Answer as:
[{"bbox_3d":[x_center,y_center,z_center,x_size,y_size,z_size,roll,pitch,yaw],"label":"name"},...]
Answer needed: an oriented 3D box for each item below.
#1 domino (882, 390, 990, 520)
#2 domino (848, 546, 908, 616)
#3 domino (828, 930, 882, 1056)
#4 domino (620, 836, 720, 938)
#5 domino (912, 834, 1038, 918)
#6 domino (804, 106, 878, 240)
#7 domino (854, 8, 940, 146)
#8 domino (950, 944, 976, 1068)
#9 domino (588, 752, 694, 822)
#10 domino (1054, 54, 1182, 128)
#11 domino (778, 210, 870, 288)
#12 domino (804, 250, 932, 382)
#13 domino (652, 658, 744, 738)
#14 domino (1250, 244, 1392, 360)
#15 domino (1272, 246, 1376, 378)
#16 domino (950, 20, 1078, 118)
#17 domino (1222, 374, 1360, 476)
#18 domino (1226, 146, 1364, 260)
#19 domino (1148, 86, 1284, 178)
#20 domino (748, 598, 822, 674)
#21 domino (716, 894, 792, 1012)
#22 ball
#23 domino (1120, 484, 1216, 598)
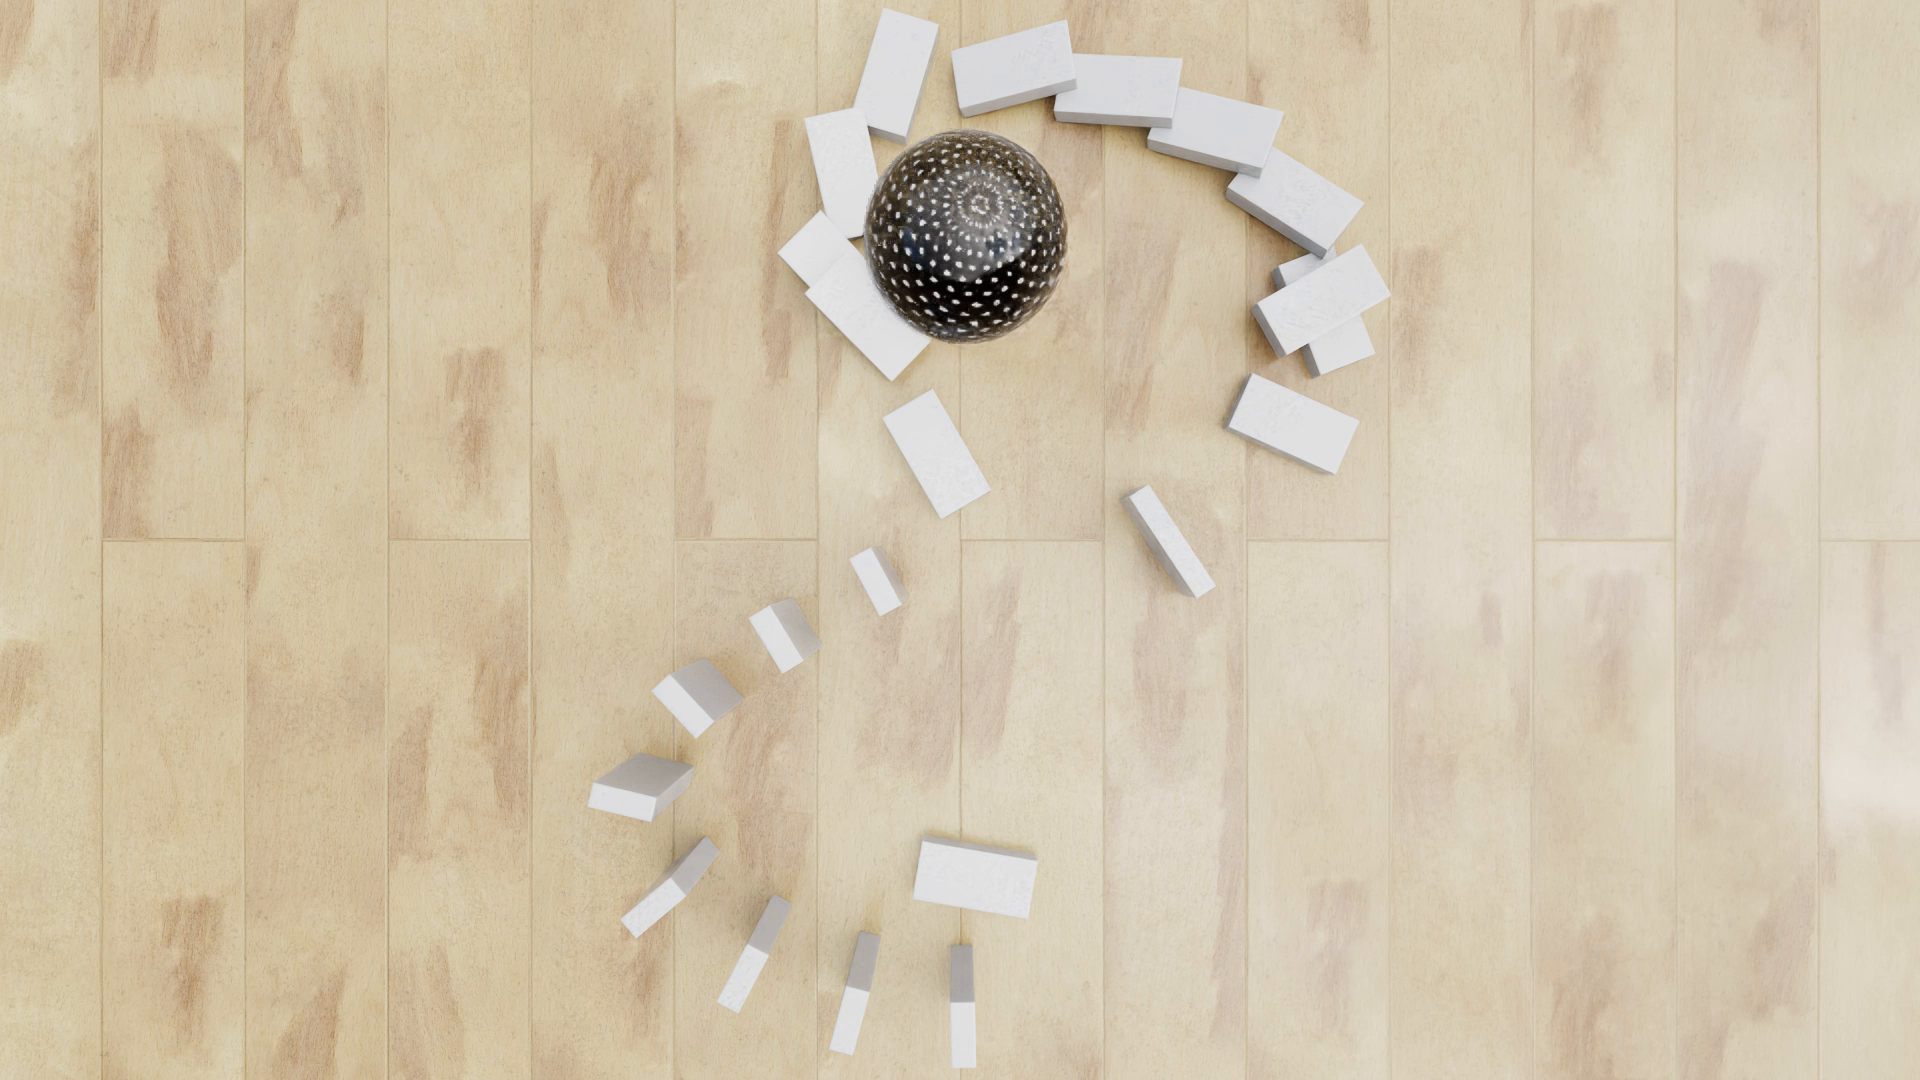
[{"bbox_3d":[-0.010,-0.037,0.395,0.025,0.009,0.050,-30,90,0],"label":"domino"},{"bbox_3d":[-0.032,0.016,0.375,0.010,0.050,0.025,-28,90,0],"label":"domino"},{"bbox_3d":[-0.042,0.184,0.375,0.009,0.050,0.025,15,90,0],"label":"domino"},{"bbox_3d":[-0.117,0.141,0.375,0.025,0.050,0.009,-40,90,0],"label":"domino"},{"bbox_3d":[0.006,0.145,0.395,0.050,0.009,0.025,10,90,0],"label":"domino"},{"bbox_3d":[-0.048,-0.155,0.390,0.025,0.009,0.050,-12,102,0],"label":"domino"},{"bbox_3d":[-0.028,-0.200,0.395,0.025,0.010,0.050,17,90,0],"label":"domino"},{"bbox_3d":[0.001,0.189,0.375,0.009,0.050,0.025,-1,90,0],"label":"domino"},{"bbox_3d":[-0.129,0.100,0.375,0.025,0.050,0.010,13,90,0],"label":"domino"},{"bbox_3d":[0.067,-0.191,0.390,0.050,0.010,0.025,10,90,13],"label":"domino"},{"bbox_3d":[-0.050,-0.111,0.389,0.025,0.009,0.050,-45,105,0],"label":"domino"},{"bbox_3d":[-0.038,-0.093,0.385,0.025,0.009,0.050,-46,105,0],"label":"domino"},{"bbox_3d":[-0.106,0.064,0.375,0.009,0.050,0.025,-43,90,0],"label":"domino"},{"bbox_3d":[0.152,-0.100,0.386,0.050,0.010,0.025,-30,90,0],"label":"domino"},{"bbox_3d":[0.156,-0.098,0.395,0.025,0.010,0.050,-21,90,0],"label":"domino"},{"bbox_3d":[0.023,-0.200,0.390,0.050,0.010,0.025,-9,89,12],"label":"domino"},{"bbox_3d":[0.142,-0.050,0.395,0.050,0.010,0.025,24,90,0],"label":"domino"},{"bbox_3d":[0.142,-0.145,0.390,0.050,0.010,0.025,38,90,12],"label":"domino"},{"bbox_3d":[0.108,-0.174,0.390,0.050,0.010,0.025,21,90,13],"label":"domino"},{"bbox_3d":[-0.070,0.038,0.375,0.010,0.050,0.025,-31,90,0],"label":"domino"},{"bbox_3d":[-0.083,0.168,0.375,0.010,0.050,0.025,28,90,0],"label":"domino"},{"bbox_3d":[0.002,-0.118,0.360,0.080,0.080,0.080,0,90,0],"label":"ball"},{"bbox_3d":[0.087,0.001,0.388,0.010,0.025,0.050,-34,90,0],"label":"domino"}]
